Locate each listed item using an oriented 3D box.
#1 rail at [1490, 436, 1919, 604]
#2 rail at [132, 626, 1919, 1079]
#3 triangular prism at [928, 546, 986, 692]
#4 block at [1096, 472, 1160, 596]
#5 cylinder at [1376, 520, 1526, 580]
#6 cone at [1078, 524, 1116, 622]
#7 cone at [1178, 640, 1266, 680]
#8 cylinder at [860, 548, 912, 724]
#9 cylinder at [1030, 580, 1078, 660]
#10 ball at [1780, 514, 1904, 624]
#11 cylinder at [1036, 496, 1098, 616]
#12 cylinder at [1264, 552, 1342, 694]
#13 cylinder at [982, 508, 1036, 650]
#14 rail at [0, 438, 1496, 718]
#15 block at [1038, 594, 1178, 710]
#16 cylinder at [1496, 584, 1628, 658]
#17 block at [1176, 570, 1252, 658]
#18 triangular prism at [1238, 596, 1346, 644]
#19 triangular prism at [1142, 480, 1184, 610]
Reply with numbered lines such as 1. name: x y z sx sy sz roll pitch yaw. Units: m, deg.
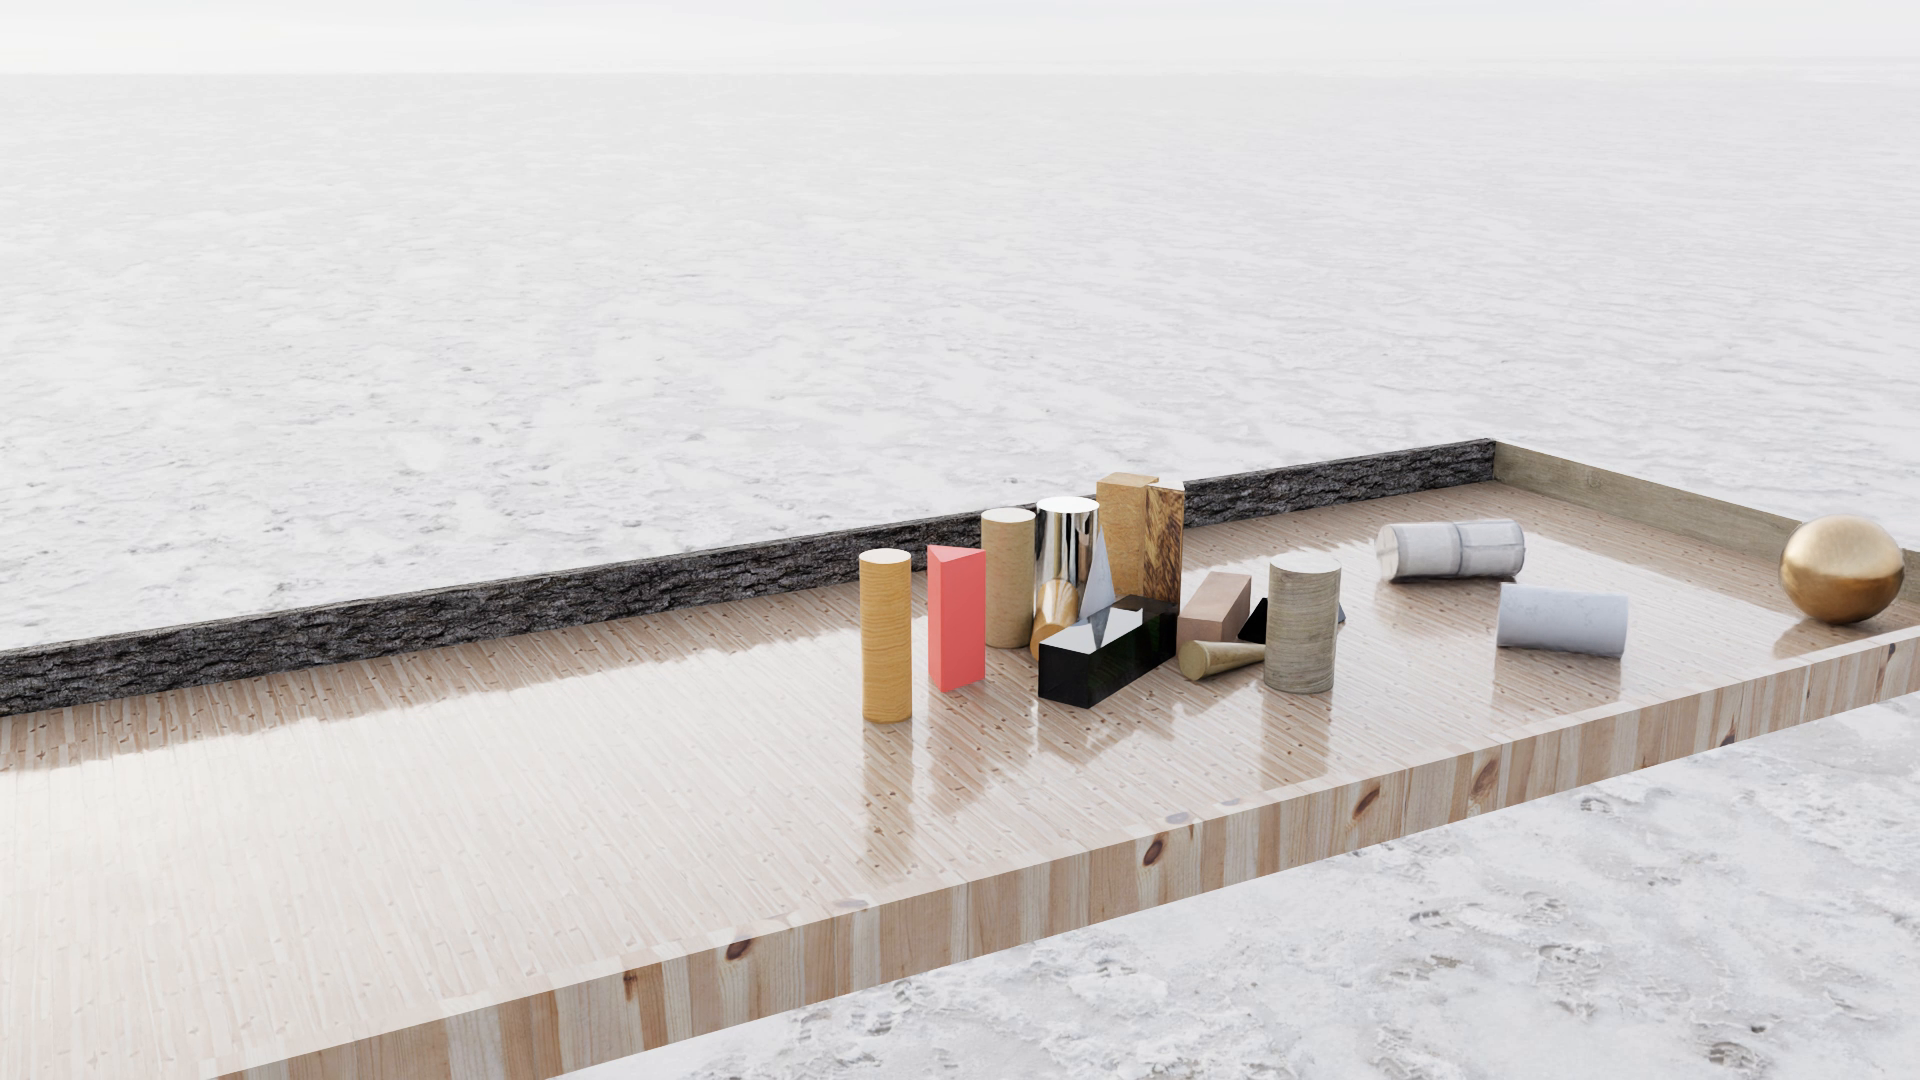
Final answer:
1. rail: 2.466 -0.048 5.253 0.050 0.150 2.100 -9 18 -27
2. rail: -2.336 1.006 1.665 12.000 0.150 0.050 -9 18 -27
3. triangular prism: -0.034 0.188 4.118 0.147 0.337 0.127 -15 22 -42
4. block: 0.488 -0.018 4.834 0.138 0.329 0.138 9 19 27
5. cylinder: 1.472 0.031 4.954 0.394 0.167 0.167 -2 17 -7
6. cone: 0.371 0.116 4.370 0.137 0.333 0.137 0 16 0
7. cone: 0.758 0.293 4.268 0.424 0.101 0.101 -3 15 -35
8. cylinder: -0.174 0.227 3.881 0.120 0.396 0.120 0 16 0
9. cylinder: 0.255 0.217 4.410 0.116 0.116 0.379 2 16 5
10. ball: 2.428 0.079 4.546 0.305 0.305 0.305 0 16 0
11. cylinder: 0.301 0.048 4.647 0.174 0.307 0.174 0 16 0
12. cylinder: 0.850 0.206 4.097 0.173 0.314 0.173 0 16 0
13. cylinder: 0.127 0.102 4.386 0.143 0.350 0.143 0 16 0
14. rail: -3.305 0.497 3.399 12.000 0.150 0.050 -9 18 -27
15. block: 0.380 0.275 4.167 0.141 0.141 0.458 11 20 33
16. cylinder: 1.581 0.211 4.339 0.312 0.166 0.166 5 17 17
17. block: 0.689 0.204 4.455 0.116 0.116 0.421 6 17 19
18. triangular prism: 0.911 0.179 4.501 0.151 0.131 0.323 14 21 39
19. triangular prism: 0.589 0.023 4.617 0.114 0.372 0.099 11 19 32
